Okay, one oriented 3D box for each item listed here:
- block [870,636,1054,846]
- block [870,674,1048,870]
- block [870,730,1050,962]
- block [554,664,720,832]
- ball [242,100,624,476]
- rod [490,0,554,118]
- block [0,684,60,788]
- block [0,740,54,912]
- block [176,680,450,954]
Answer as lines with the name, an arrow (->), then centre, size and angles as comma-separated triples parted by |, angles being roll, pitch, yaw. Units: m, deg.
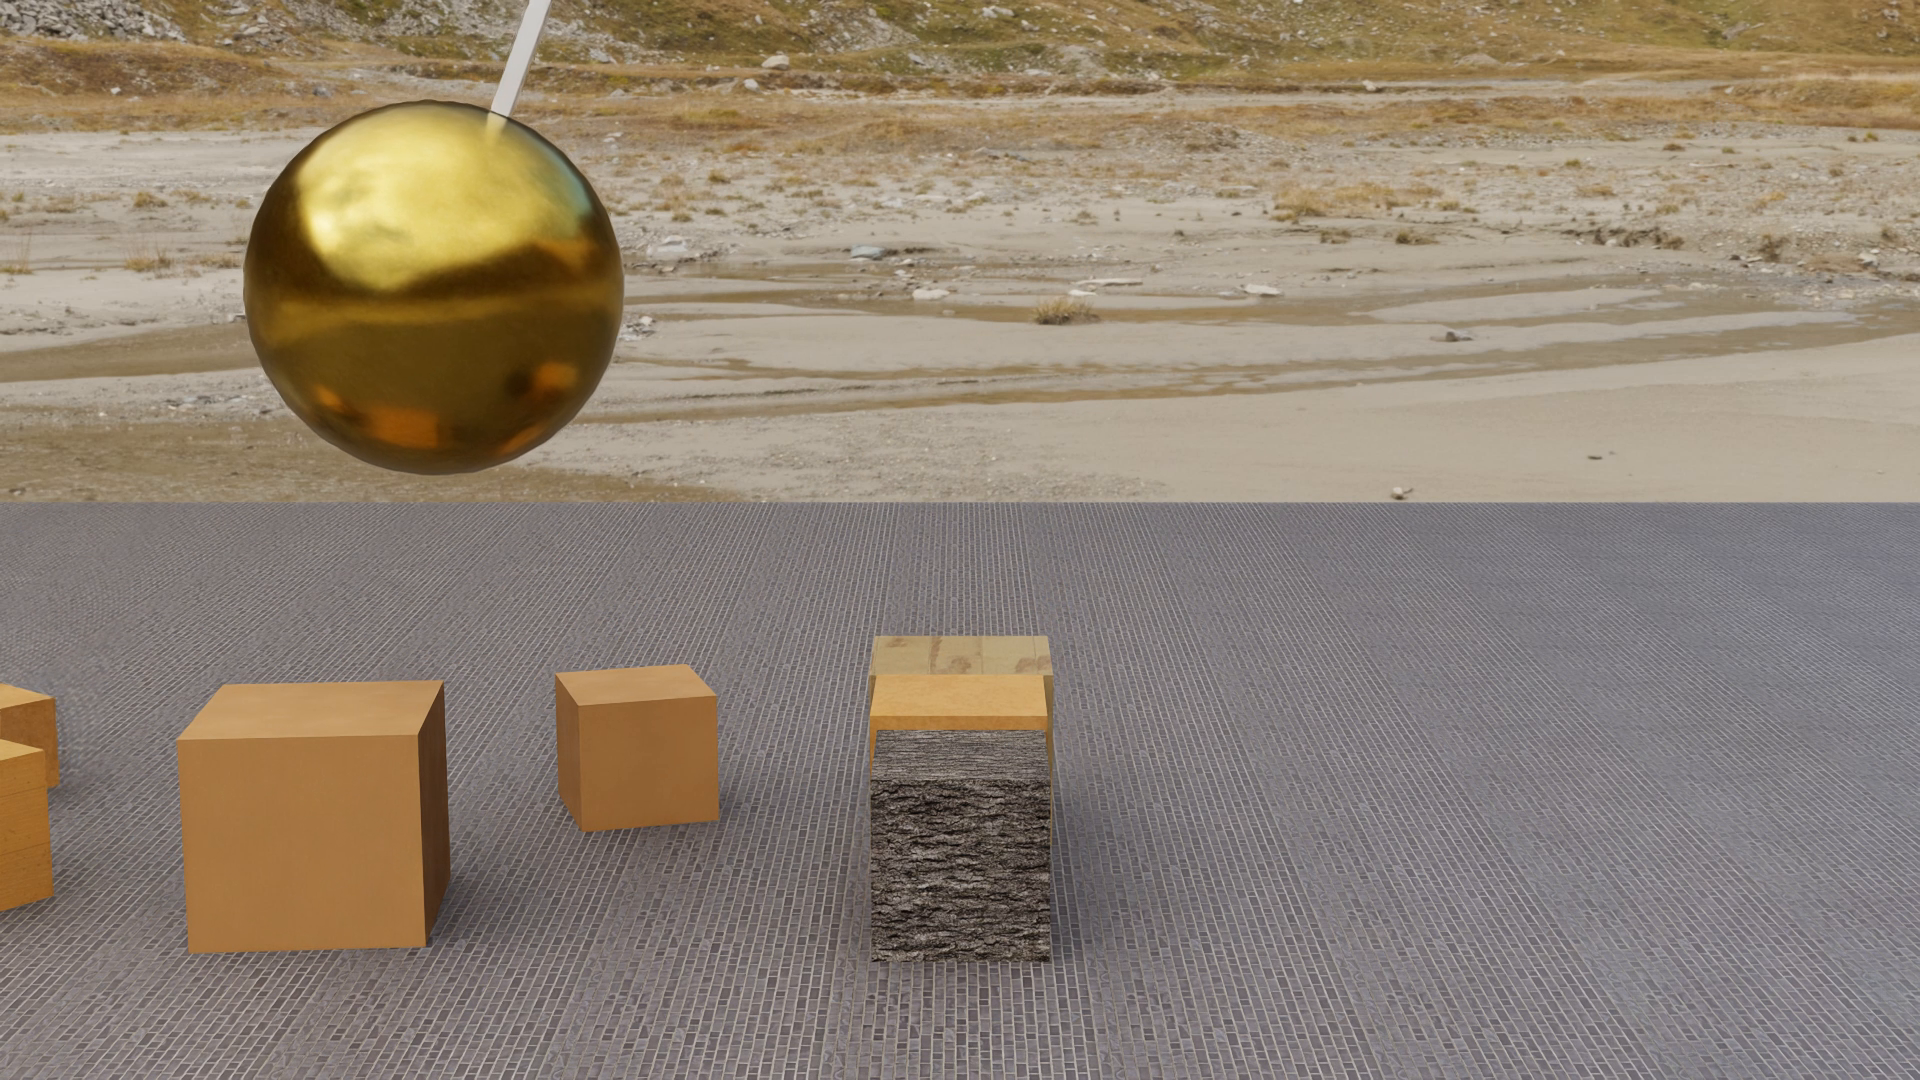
block -> 0.006, 0.938, 12.148 | 0.838, 0.807, 0.829 | 0, 10, 0
block -> -0.003, 1.080, 11.348 | 0.754, 0.815, 0.761 | 0, 10, 0
block -> 0.003, 1.249, 10.588 | 0.712, 0.755, 0.785 | 0, 10, 0
block -> -1.566, 0.993, 12.396 | 0.656, 0.611, 0.692 | -3, 11, -18
ball -> -2.243, -1.074, 10.985 | 1.600, 1.600, 1.600 | 0, 10, 0
rod -> -0.972, -4.177, 10.421 | 0.080, 5.200, 0.080 | 22, 10, -4
block -> -4.838, 1.012, 12.739 | 0.466, 0.450, 0.503 | 8, 13, 39
block -> -4.383, 1.230, 10.983 | 0.683, 0.651, 0.637 | 7, 13, 35
block -> -2.687, 1.142, 10.792 | 0.945, 0.891, 0.941 | -1, 10, -5
